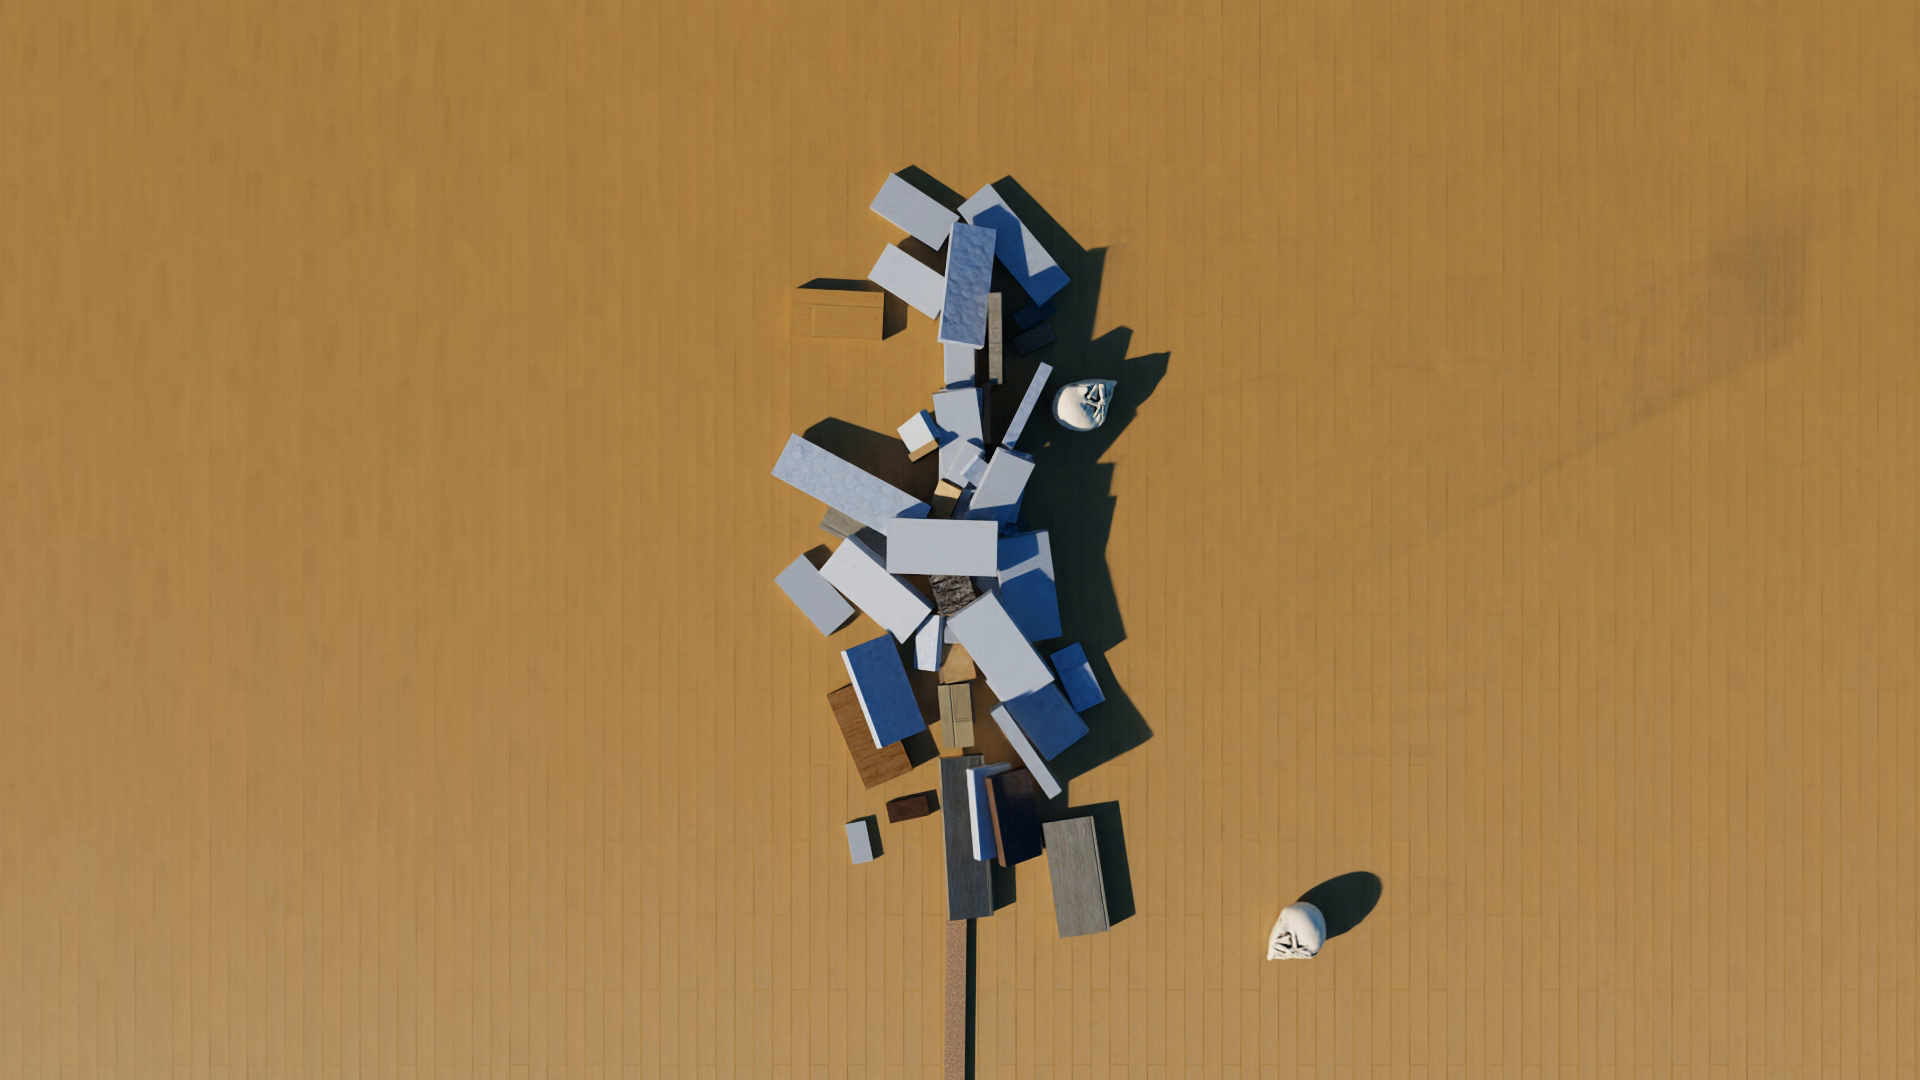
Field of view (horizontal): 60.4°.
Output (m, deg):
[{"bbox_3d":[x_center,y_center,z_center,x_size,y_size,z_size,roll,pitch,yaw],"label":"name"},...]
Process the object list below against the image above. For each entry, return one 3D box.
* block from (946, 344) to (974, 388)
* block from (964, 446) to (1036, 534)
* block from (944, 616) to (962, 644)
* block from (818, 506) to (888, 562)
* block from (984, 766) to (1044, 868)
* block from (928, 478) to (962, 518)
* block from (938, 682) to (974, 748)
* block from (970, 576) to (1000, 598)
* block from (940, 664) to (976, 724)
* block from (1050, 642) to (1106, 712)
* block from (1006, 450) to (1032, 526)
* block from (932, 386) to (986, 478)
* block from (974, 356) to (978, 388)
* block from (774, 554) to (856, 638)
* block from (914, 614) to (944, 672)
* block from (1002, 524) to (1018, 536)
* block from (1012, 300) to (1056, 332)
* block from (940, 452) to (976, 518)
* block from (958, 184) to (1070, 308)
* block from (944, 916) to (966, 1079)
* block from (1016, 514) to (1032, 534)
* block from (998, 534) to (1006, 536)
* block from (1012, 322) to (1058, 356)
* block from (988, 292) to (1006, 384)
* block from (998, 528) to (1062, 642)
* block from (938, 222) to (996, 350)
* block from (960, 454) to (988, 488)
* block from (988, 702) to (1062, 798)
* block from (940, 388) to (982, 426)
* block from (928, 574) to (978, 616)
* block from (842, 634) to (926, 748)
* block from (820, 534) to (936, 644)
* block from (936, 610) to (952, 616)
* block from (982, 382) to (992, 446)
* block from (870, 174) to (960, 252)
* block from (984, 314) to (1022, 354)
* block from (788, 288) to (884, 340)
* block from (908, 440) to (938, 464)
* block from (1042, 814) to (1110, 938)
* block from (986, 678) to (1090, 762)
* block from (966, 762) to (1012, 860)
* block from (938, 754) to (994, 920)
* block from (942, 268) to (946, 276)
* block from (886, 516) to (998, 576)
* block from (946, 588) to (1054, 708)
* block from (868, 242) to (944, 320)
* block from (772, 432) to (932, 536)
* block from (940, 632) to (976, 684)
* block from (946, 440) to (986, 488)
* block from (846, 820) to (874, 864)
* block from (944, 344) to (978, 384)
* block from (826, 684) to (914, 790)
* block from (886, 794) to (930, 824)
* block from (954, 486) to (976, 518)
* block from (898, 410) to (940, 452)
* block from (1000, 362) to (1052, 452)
[{"bbox_3d":[0.000,-0.576,5.415,0.094,0.027,0.188,-1,100,0],"label":"block"},{"bbox_3d":[0.127,-0.161,5.350,0.130,0.037,0.259,21,107,-17],"label":"block"},{"bbox_3d":[-0.006,0.249,5.460,0.092,0.026,0.185,-2,74,2],"label":"block"},{"bbox_3d":[-0.294,-0.036,5.461,0.309,0.044,0.154,28,90,6],"label":"block"},{"bbox_3d":[0.178,0.910,5.431,0.149,0.042,0.298,-13,96,-31],"label":"block"},{"bbox_3d":[-0.057,-0.111,5.424,0.081,0.023,0.162,28,112,11],"label":"block"},{"bbox_3d":[-0.013,0.581,5.456,0.104,0.029,0.208,-5,90,0],"label":"block"},{"bbox_3d":[0.084,0.134,5.441,0.064,0.018,0.263,-40,104,16],"label":"block"},{"bbox_3d":[-0.010,0.510,5.485,0.104,0.029,0.208,-6,90,0],"label":"block"},{"bbox_3d":[0.390,0.456,5.485,0.107,0.030,0.213,-25,90,0],"label":"block"},{"bbox_3d":[0.161,-0.178,5.456,0.107,0.030,0.243,14,76,0],"label":"block"},{"bbox_3d":[0.001,-0.348,5.357,0.140,0.040,0.281,-8,105,2],"label":"block"},{"bbox_3d":[0.012,-0.511,5.458,0.094,0.027,0.188,-4,103,1],"label":"block"},{"bbox_3d":[-0.482,0.183,5.482,0.130,0.037,0.259,-43,90,0],"label":"block"},{"bbox_3d":[-0.103,0.338,5.461,0.092,0.026,0.185,5,90,38],"label":"block"},{"bbox_3d":[0.149,-0.058,5.471,0.069,0.020,0.139,-16,75,3],"label":"block"},{"bbox_3d":[0.247,-0.755,5.490,0.135,0.019,0.068,-33,90,0],"label":"block"},{"bbox_3d":[0.001,-0.178,5.444,0.140,0.040,0.281,0,105,0],"label":"block"},{"bbox_3d":[0.179,-0.976,5.471,0.135,0.038,0.424,-40,87,0],"label":"block"},{"bbox_3d":[-0.013,1.319,5.490,0.068,0.019,1.146,1,90,0],"label":"block"},{"bbox_3d":[0.212,-0.010,5.490,0.069,0.020,0.139,-26,90,0],"label":"block"},{"bbox_3d":[0.164,0.060,5.447,0.213,0.030,0.107,33,105,-14],"label":"block"},{"bbox_3d":[0.248,-0.668,5.490,0.135,0.019,0.068,-25,90,0],"label":"block"},{"bbox_3d":[0.121,-0.658,5.400,0.042,0.147,0.293,0,96,6],"label":"block"},{"bbox_3d":[0.220,0.156,5.422,0.179,0.051,0.357,-10,102,-8],"label":"block"},{"bbox_3d":[0.024,-0.831,5.383,0.147,0.042,0.399,8,80,-13],"label":"block"},{"bbox_3d":[0.082,-0.203,5.363,0.081,0.023,0.162,-49,125,7],"label":"block"},{"bbox_3d":[0.213,0.687,5.415,0.048,0.169,0.338,-35,90,-1],"label":"block"},{"bbox_3d":[0.002,-0.361,5.434,0.140,0.040,0.281,0,107,0],"label":"block"},{"bbox_3d":[-0.039,0.109,5.391,0.130,0.037,0.259,-18,93,7],"label":"block"},{"bbox_3d":[-0.251,0.496,5.432,0.169,0.048,0.338,-20,89,-24],"label":"block"},{"bbox_3d":[-0.274,0.160,5.441,0.365,0.048,0.169,41,116,0],"label":"block"},{"bbox_3d":[-0.012,0.162,5.458,0.092,0.026,0.185,10,75,6],"label":"block"},{"bbox_3d":[0.089,-0.416,5.450,0.028,0.099,0.198,0,90,2],"label":"block"},{"bbox_3d":[-0.150,-1.087,5.481,0.270,0.038,0.135,33,90,0],"label":"block"},{"bbox_3d":[0.132,-0.685,5.480,0.135,0.019,0.068,-35,91,8],"label":"block"},{"bbox_3d":[-0.409,-0.749,5.478,0.309,0.044,0.154,3,90,0],"label":"block"},{"bbox_3d":[-0.119,-0.288,5.401,0.099,0.198,0.028,-31,91,0],"label":"block"},{"bbox_3d":[0.385,1.115,5.476,0.169,0.048,0.385,-9,90,0],"label":"block"},{"bbox_3d":[0.257,0.547,5.461,0.169,0.048,0.338,-38,90,10],"label":"block"},{"bbox_3d":[0.108,0.893,5.438,0.149,0.042,0.298,-6,92,-31],"label":"block"},{"bbox_3d":[0.019,0.981,5.458,0.149,0.042,0.535,-4,91,-13],"label":"block"},{"bbox_3d":[-0.003,-0.794,5.485,0.109,0.031,0.219,0,90,0],"label":"block"},{"bbox_3d":[-0.056,0.021,5.341,0.357,0.051,0.179,2,95,6],"label":"block"},{"bbox_3d":[0.133,0.355,5.378,0.179,0.051,0.357,-34,100,10],"label":"block"},{"bbox_3d":[-0.156,-0.853,5.448,0.270,0.038,0.135,34,97,11],"label":"block"},{"bbox_3d":[-0.356,-0.162,5.430,0.523,0.044,0.154,28,90,6],"label":"block"},{"bbox_3d":[-0.017,0.366,5.463,0.104,0.029,0.208,-11,78,0],"label":"block"},{"bbox_3d":[0.019,-0.246,5.354,0.069,0.020,0.139,28,103,-8],"label":"block"},{"bbox_3d":[-0.335,1.005,5.490,0.068,0.019,0.136,-12,90,0],"label":"block"},{"bbox_3d":[0.001,-0.631,5.464,0.109,0.031,0.219,-1,101,0],"label":"block"},{"bbox_3d":[-0.298,0.638,5.476,0.169,0.048,0.338,-23,90,0],"label":"block"},{"bbox_3d":[-0.173,0.895,5.490,0.136,0.019,0.068,-12,90,0],"label":"block"},{"bbox_3d":[0.020,-0.104,5.433,0.068,0.019,0.136,7,105,-2],"label":"block"},{"bbox_3d":[-0.136,-0.353,5.405,0.028,0.198,0.099,-29,90,-27],"label":"block"},{"bbox_3d":[0.216,-0.432,5.410,0.042,0.147,0.293,26,83,0],"label":"block"}]
